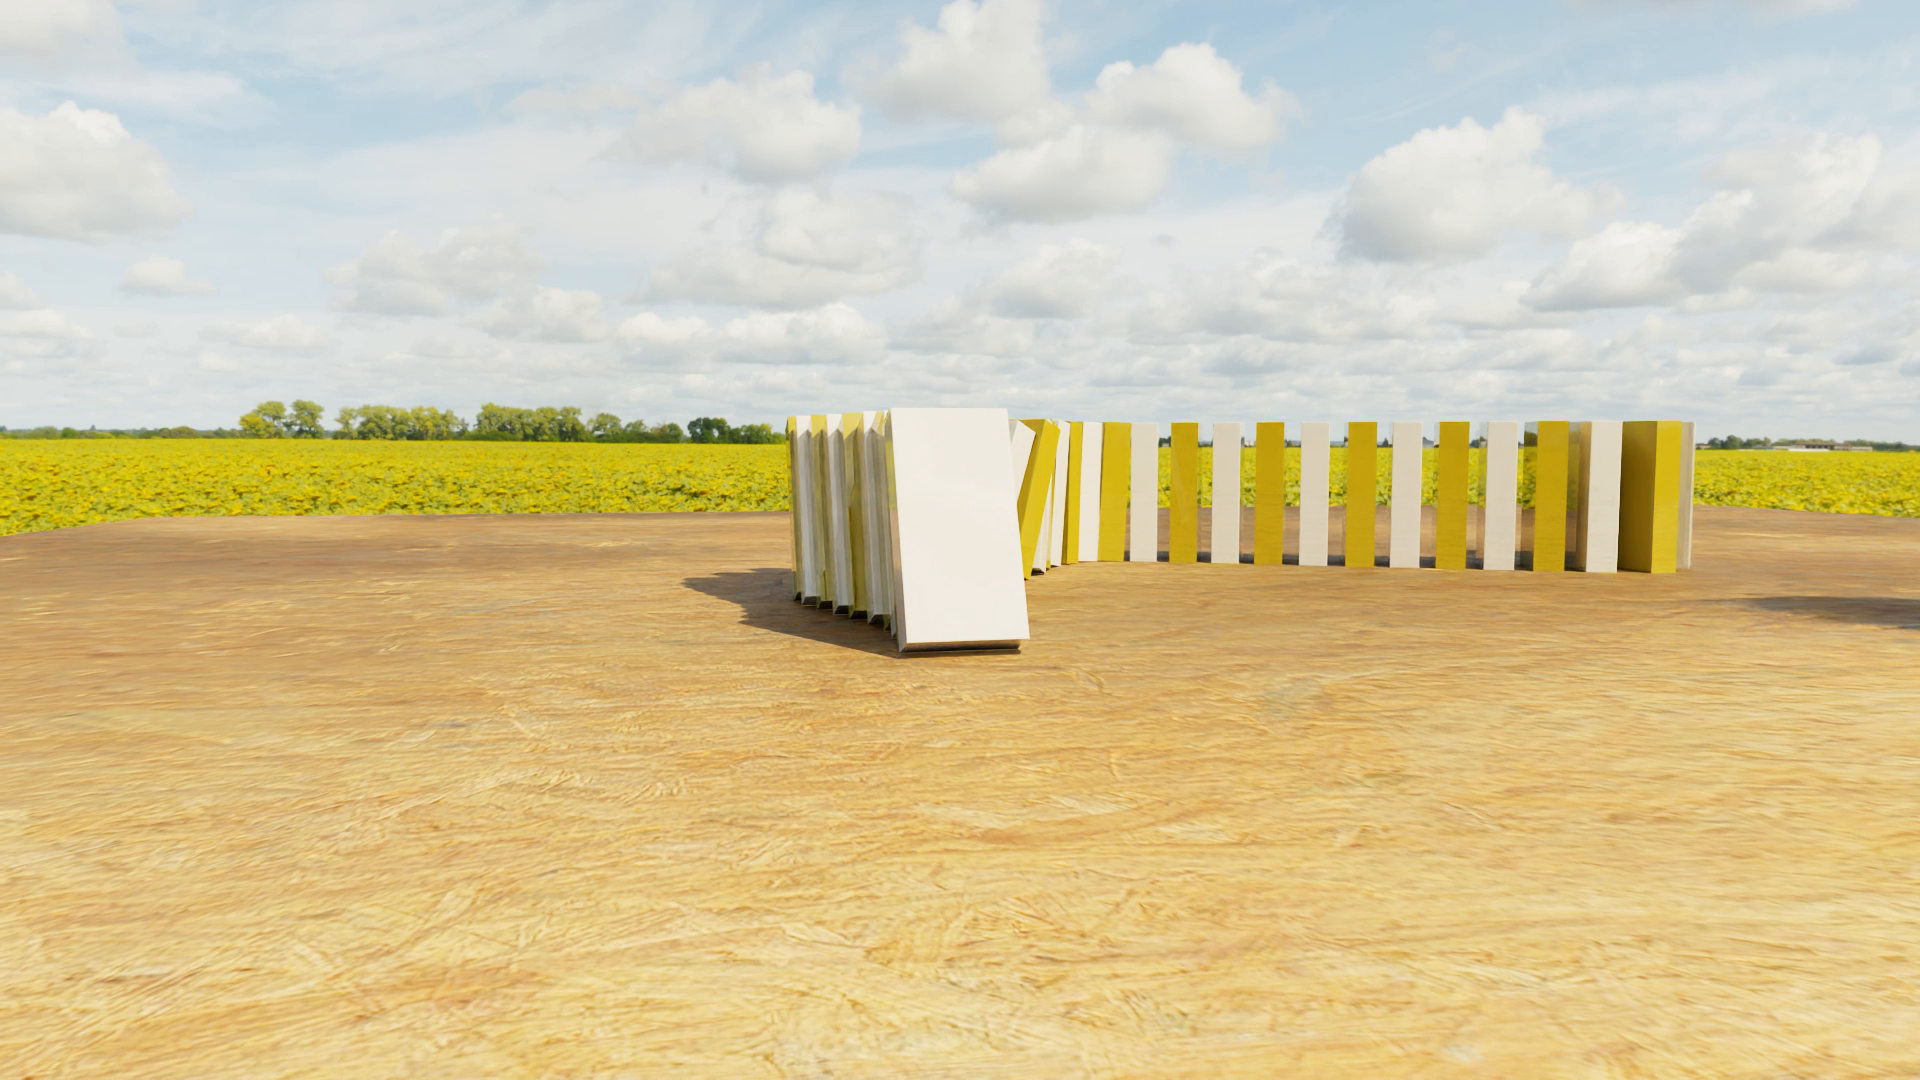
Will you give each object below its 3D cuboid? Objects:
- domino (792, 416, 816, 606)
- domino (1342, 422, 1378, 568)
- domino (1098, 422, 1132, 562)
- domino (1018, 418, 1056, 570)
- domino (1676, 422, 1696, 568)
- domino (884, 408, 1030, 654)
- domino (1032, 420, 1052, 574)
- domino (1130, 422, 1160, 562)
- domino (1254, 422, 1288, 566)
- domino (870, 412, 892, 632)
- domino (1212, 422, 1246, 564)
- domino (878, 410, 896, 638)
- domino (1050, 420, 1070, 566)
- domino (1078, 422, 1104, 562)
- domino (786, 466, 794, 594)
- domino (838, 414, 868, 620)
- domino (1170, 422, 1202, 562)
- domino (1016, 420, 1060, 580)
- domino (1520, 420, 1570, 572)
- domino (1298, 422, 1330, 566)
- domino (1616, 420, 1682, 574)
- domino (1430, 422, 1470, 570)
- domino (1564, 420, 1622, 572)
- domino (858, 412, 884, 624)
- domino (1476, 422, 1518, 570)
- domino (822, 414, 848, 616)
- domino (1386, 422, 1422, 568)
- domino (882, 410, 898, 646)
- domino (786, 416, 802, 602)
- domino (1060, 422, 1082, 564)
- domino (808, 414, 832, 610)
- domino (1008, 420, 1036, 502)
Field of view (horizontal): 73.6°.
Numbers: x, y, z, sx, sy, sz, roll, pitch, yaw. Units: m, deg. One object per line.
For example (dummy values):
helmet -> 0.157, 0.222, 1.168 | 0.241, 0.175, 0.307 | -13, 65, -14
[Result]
domino -> -0.031, -0.008, 0.343 | 0.025, 0.050, 0.009 | -1, -17, -13
domino -> 0.141, -0.017, 0.454 | 0.010, 0.050, 0.025 | 1, 4, 13
domino -> 0.055, -0.018, 0.475 | 0.010, 0.050, 0.025 | 2, 4, -5
domino -> 0.019, -0.016, 0.437 | 0.025, 0.050, 0.009 | 1, -7, 15
domino -> 0.240, -0.016, 0.446 | 0.025, 0.050, 0.009 | 3, 5, 33
domino -> -0.001, -0.002, 0.266 | 0.025, 0.050, 0.009 | -1, -17, -13
domino -> 0.017, -0.015, 0.425 | 0.025, 0.050, 0.010 | 1, -12, 15
domino -> 0.068, -0.018, 0.474 | 0.009, 0.050, 0.025 | 1, 4, 10
domino -> 0.112, -0.017, 0.462 | 0.009, 0.050, 0.025 | 1, 4, 16
domino -> -0.006, -0.005, 0.297 | 0.025, 0.050, 0.009 | -1, -17, -13
domino -> 0.098, -0.017, 0.466 | 0.009, 0.050, 0.025 | 1, 4, 16
domino -> -0.004, -0.004, 0.287 | 0.025, 0.050, 0.010 | -1, -17, -13
domino -> 0.024, -0.017, 0.450 | 0.025, 0.050, 0.010 | 2, -4, 28
domino -> 0.040, -0.018, 0.471 | 0.009, 0.050, 0.025 | 1, 3, -33
domino -> -0.035, -0.010, 0.363 | 0.025, 0.050, 0.009 | -1, -17, -13
domino -> -0.016, -0.006, 0.315 | 0.025, 0.050, 0.010 | -1, -17, -13
domino -> 0.083, -0.018, 0.470 | 0.010, 0.050, 0.025 | 1, 4, 14
domino -> 0.014, -0.013, 0.410 | 0.025, 0.050, 0.009 | 3, -14, 38
domino -> 0.199, -0.015, 0.438 | 0.010, 0.050, 0.025 | 1, 4, 14
domino -> 0.127, -0.017, 0.458 | 0.010, 0.050, 0.025 | 1, 4, 16
domino -> 0.229, -0.015, 0.433 | 0.010, 0.050, 0.025 | -1, 4, -14
domino -> 0.170, -0.016, 0.446 | 0.009, 0.050, 0.025 | 1, 4, 16
domino -> 0.214, -0.015, 0.435 | 0.010, 0.050, 0.025 | 1, 4, 9
domino -> -0.010, -0.006, 0.306 | 0.025, 0.050, 0.010 | 0, -17, -13
domino -> 0.185, -0.016, 0.442 | 0.009, 0.050, 0.025 | 1, 4, 16
domino -> -0.021, -0.007, 0.325 | 0.025, 0.050, 0.009 | -1, -17, -13
domino -> 0.156, -0.016, 0.451 | 0.009, 0.050, 0.025 | 1, 4, 15
domino -> -0.002, -0.003, 0.277 | 0.025, 0.050, 0.009 | -1, -17, -13
domino -> -0.034, -0.009, 0.353 | 0.025, 0.050, 0.010 | -1, -17, -13
domino -> 0.030, -0.017, 0.460 | 0.025, 0.050, 0.009 | 2, 2, 30
domino -> -0.026, -0.008, 0.334 | 0.025, 0.050, 0.010 | -1, -17, -13
domino -> 0.005, -0.012, 0.402 | 0.025, 0.050, 0.009 | 4, -17, 41
